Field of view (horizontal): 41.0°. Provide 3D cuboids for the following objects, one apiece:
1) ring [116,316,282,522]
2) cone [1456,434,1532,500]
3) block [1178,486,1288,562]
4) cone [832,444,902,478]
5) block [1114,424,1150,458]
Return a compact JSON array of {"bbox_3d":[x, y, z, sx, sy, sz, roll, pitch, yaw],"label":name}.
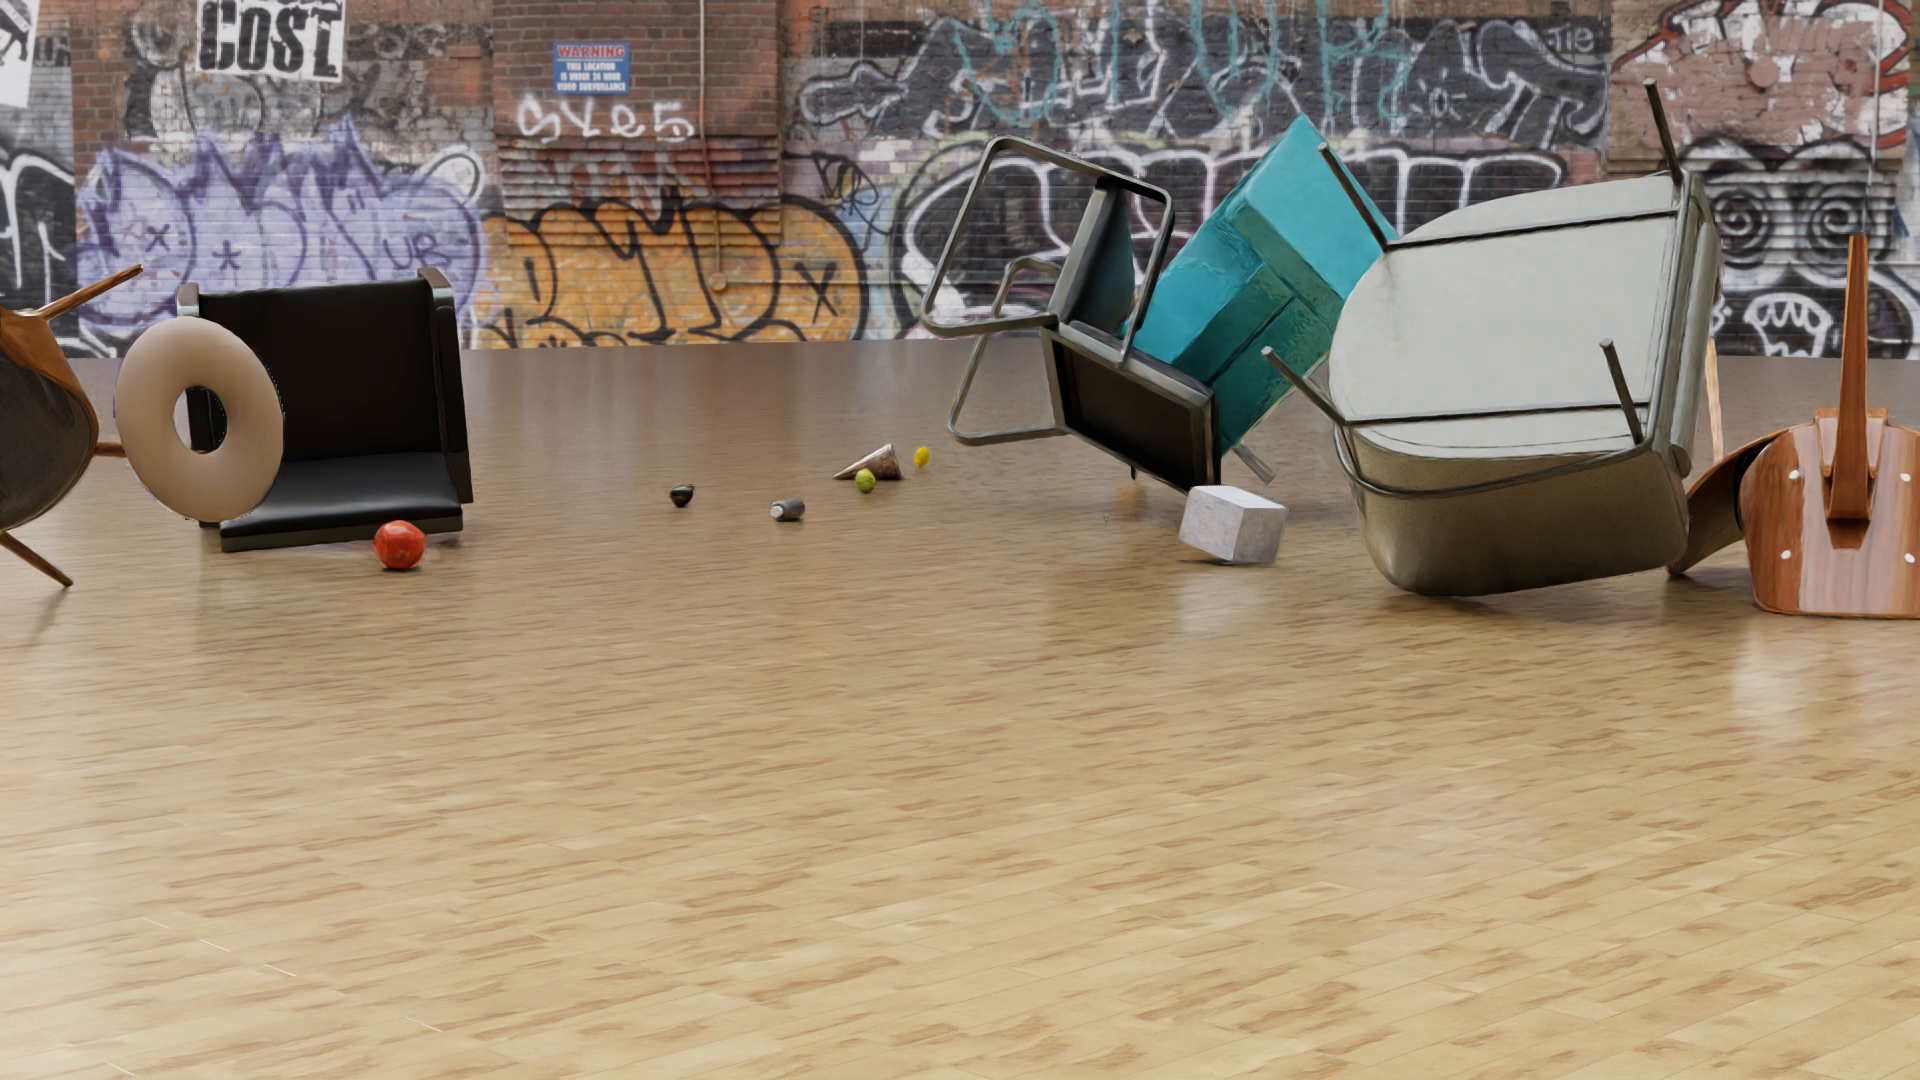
[{"bbox_3d":[-1.496,-0.236,5.055,0.314,0.419,0.122,-23,22,-25],"label":"ring"},{"bbox_3d":[1.625,-0.169,7.587,0.262,0.197,0.172,-33,48,0],"label":"cone"},{"bbox_3d":[0.629,-0.037,5.908,0.159,0.130,0.167,0,18,-44],"label":"block"},{"bbox_3d":[-0.317,-0.228,8.330,0.224,0.119,0.176,-15,-12,3],"label":"cone"},{"bbox_3d":[0.579,-0.336,8.657,0.069,0.094,0.111,-4,15,-28],"label":"block"}]
